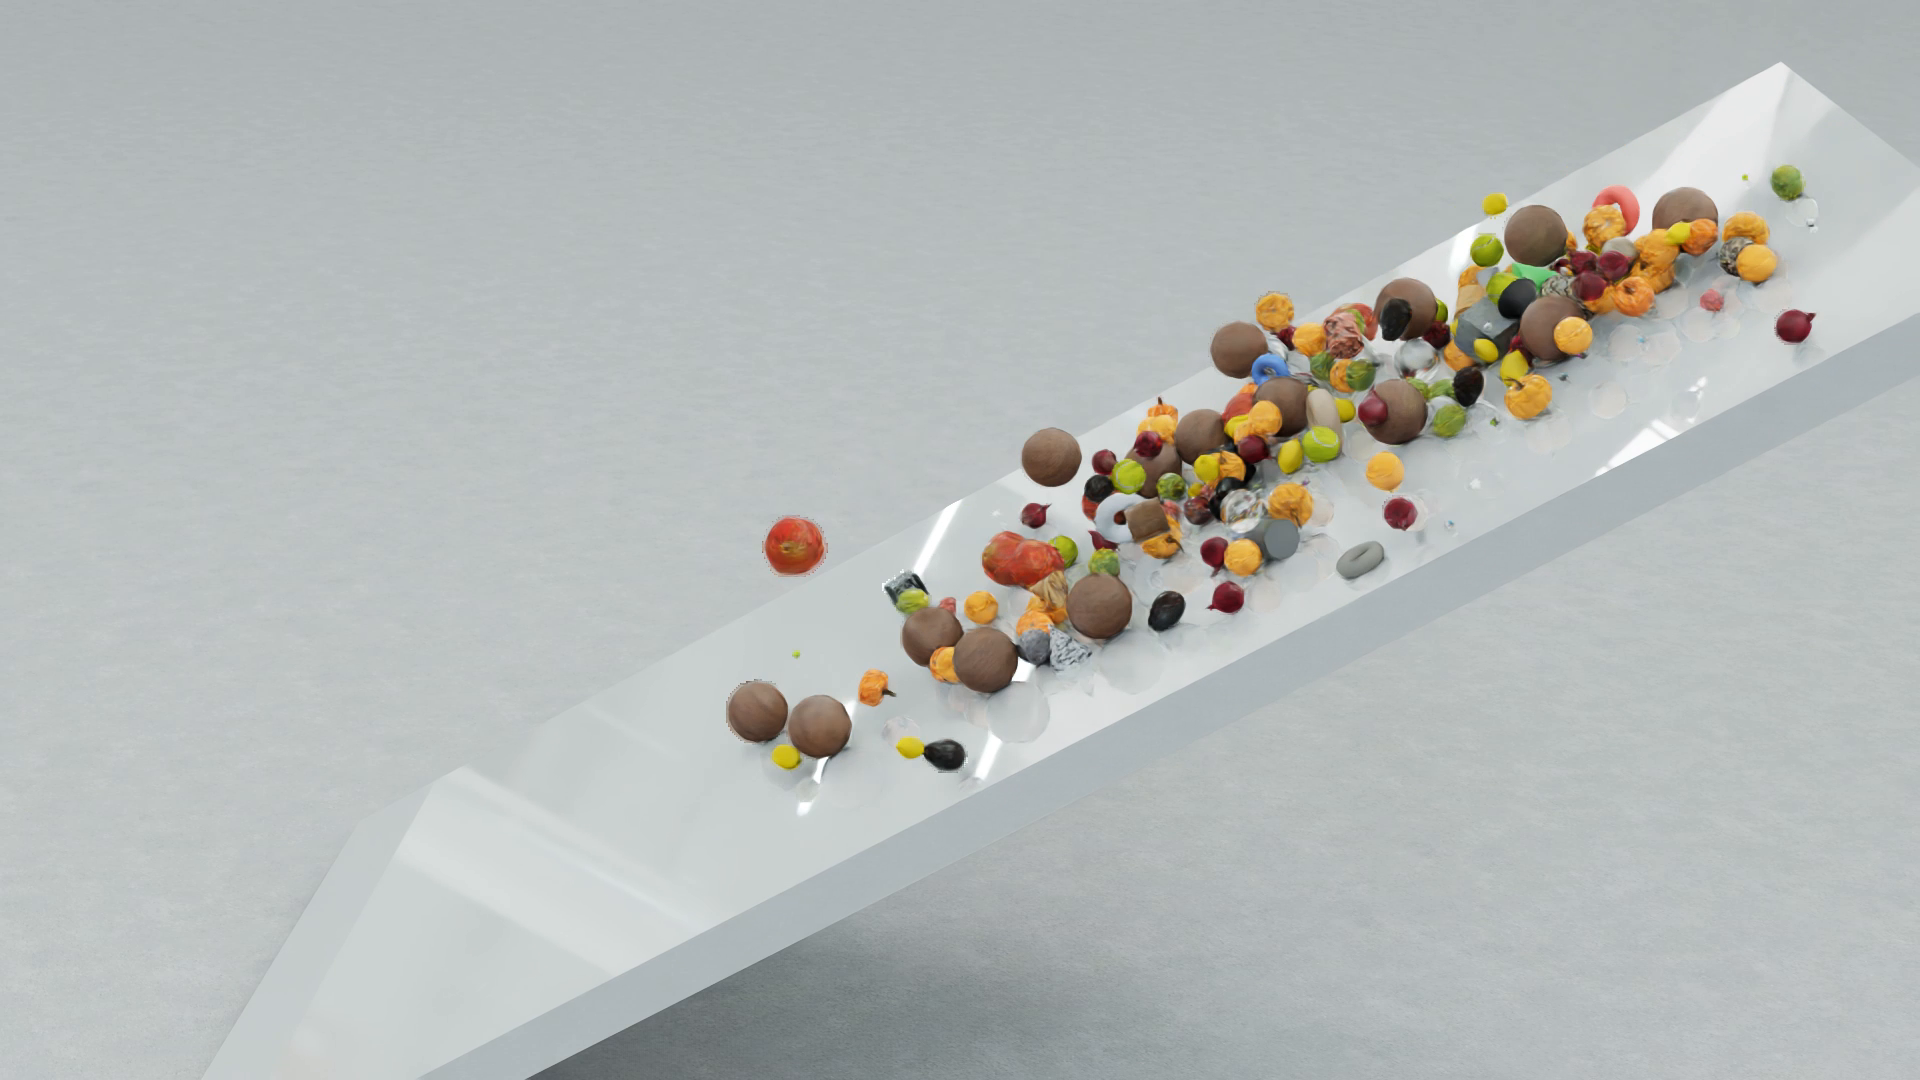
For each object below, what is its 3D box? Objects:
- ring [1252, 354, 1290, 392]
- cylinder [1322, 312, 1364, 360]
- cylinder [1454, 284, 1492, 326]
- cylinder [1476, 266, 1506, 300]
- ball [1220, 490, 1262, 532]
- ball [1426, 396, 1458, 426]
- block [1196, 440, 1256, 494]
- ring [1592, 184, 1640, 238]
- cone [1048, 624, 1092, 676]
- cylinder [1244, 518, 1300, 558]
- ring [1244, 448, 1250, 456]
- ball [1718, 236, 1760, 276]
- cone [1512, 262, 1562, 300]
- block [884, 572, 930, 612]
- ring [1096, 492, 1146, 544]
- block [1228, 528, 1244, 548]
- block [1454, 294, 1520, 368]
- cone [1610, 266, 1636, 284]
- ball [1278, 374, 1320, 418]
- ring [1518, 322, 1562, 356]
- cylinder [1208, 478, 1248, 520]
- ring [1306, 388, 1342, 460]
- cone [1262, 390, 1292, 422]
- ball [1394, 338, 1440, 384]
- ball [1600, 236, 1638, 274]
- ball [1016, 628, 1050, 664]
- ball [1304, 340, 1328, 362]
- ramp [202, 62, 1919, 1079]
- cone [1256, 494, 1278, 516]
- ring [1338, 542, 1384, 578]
[{"bbox_3d":[0.658,-0.355,6.240,0.084,0.084,0.028,8,28,23],"label":"ring"},{"bbox_3d":[0.795,-0.424,6.102,0.071,0.071,0.071,-4,59,-12],"label":"cylinder"},{"bbox_3d":[1.078,-0.487,6.177,0.071,0.071,0.071,5,49,14],"label":"cylinder"},{"bbox_3d":[1.124,-0.542,6.219,0.053,0.053,0.053,-14,-22,-6],"label":"cylinder"},{"bbox_3d":[0.527,-0.055,5.523,0.081,0.081,0.081,0,18,0],"label":"ball"},{"bbox_3d":[0.944,-0.252,5.748,0.061,0.061,0.061,0,18,0],"label":"ball"},{"bbox_3d":[0.556,-0.148,6.146,0.079,0.079,0.079,-21,17,34],"label":"block"},{"bbox_3d":[1.377,-0.689,6.179,0.038,0.114,0.114,-6,18,-40],"label":"ring"},{"bbox_3d":[0.194,0.198,5.691,0.091,0.091,0.091,-29,14,8],"label":"cone"},{"bbox_3d":[0.592,-0.004,5.590,0.077,0.077,0.077,-9,5,-25],"label":"cylinder"},{"bbox_3d":[0.582,-0.167,6.263,0.081,0.027,0.081,-30,13,8],"label":"ring"},{"bbox_3d":[1.483,-0.539,5.593,0.076,0.076,0.076,0,18,0],"label":"ball"},{"bbox_3d":[1.183,-0.528,5.968,0.099,0.099,0.099,-14,19,-2],"label":"cone"},{"bbox_3d":[-0.120,0.116,6.653,0.064,0.064,0.064,-36,15,-17],"label":"block"},{"bbox_3d":[0.337,-0.046,6.092,0.117,0.117,0.039,-2,29,-7],"label":"ring"},{"bbox_3d":[0.562,-0.031,5.779,0.059,0.059,0.059,-26,15,18],"label":"block"},{"bbox_3d":[1.065,-0.422,5.939,0.088,0.088,0.088,-35,59,-25],"label":"block"},{"bbox_3d":[1.340,-0.548,5.907,0.054,0.054,0.054,-3,-17,-8],"label":"cone"},{"bbox_3d":[0.728,-0.309,6.308,0.095,0.095,0.095,0,18,0],"label":"ball"},{"bbox_3d":[1.157,-0.401,5.874,0.095,0.032,0.095,-34,16,11],"label":"ring"},{"bbox_3d":[0.545,-0.082,5.964,0.069,0.069,0.069,5,27,14],"label":"cylinder"},{"bbox_3d":[0.738,-0.234,5.952,0.049,0.148,0.148,-12,19,-2],"label":"ring"},{"bbox_3d":[0.708,-0.278,6.371,0.072,0.072,0.072,-16,31,-39],"label":"cone"},{"bbox_3d":[0.943,-0.368,6.076,0.094,0.094,0.094,0,18,0],"label":"ball"},{"bbox_3d":[1.308,-0.566,5.838,0.072,0.072,0.072,0,18,0],"label":"ball"},{"bbox_3d":[0.147,0.210,5.786,0.071,0.071,0.071,0,18,0],"label":"ball"},{"bbox_3d":[0.804,-0.428,6.644,0.050,0.050,0.050,0,18,0],"label":"ball"},{"bbox_3d":[0.142,0.168,6.284,4.000,0.100,2.000,-28,15,12],"label":"ramp"},{"bbox_3d":[0.613,-0.065,5.866,0.052,0.052,0.052,5,19,21],"label":"cone"},{"bbox_3d":[0.721,0.035,5.298,0.093,0.031,0.093,-29,15,9],"label":"ring"}]
